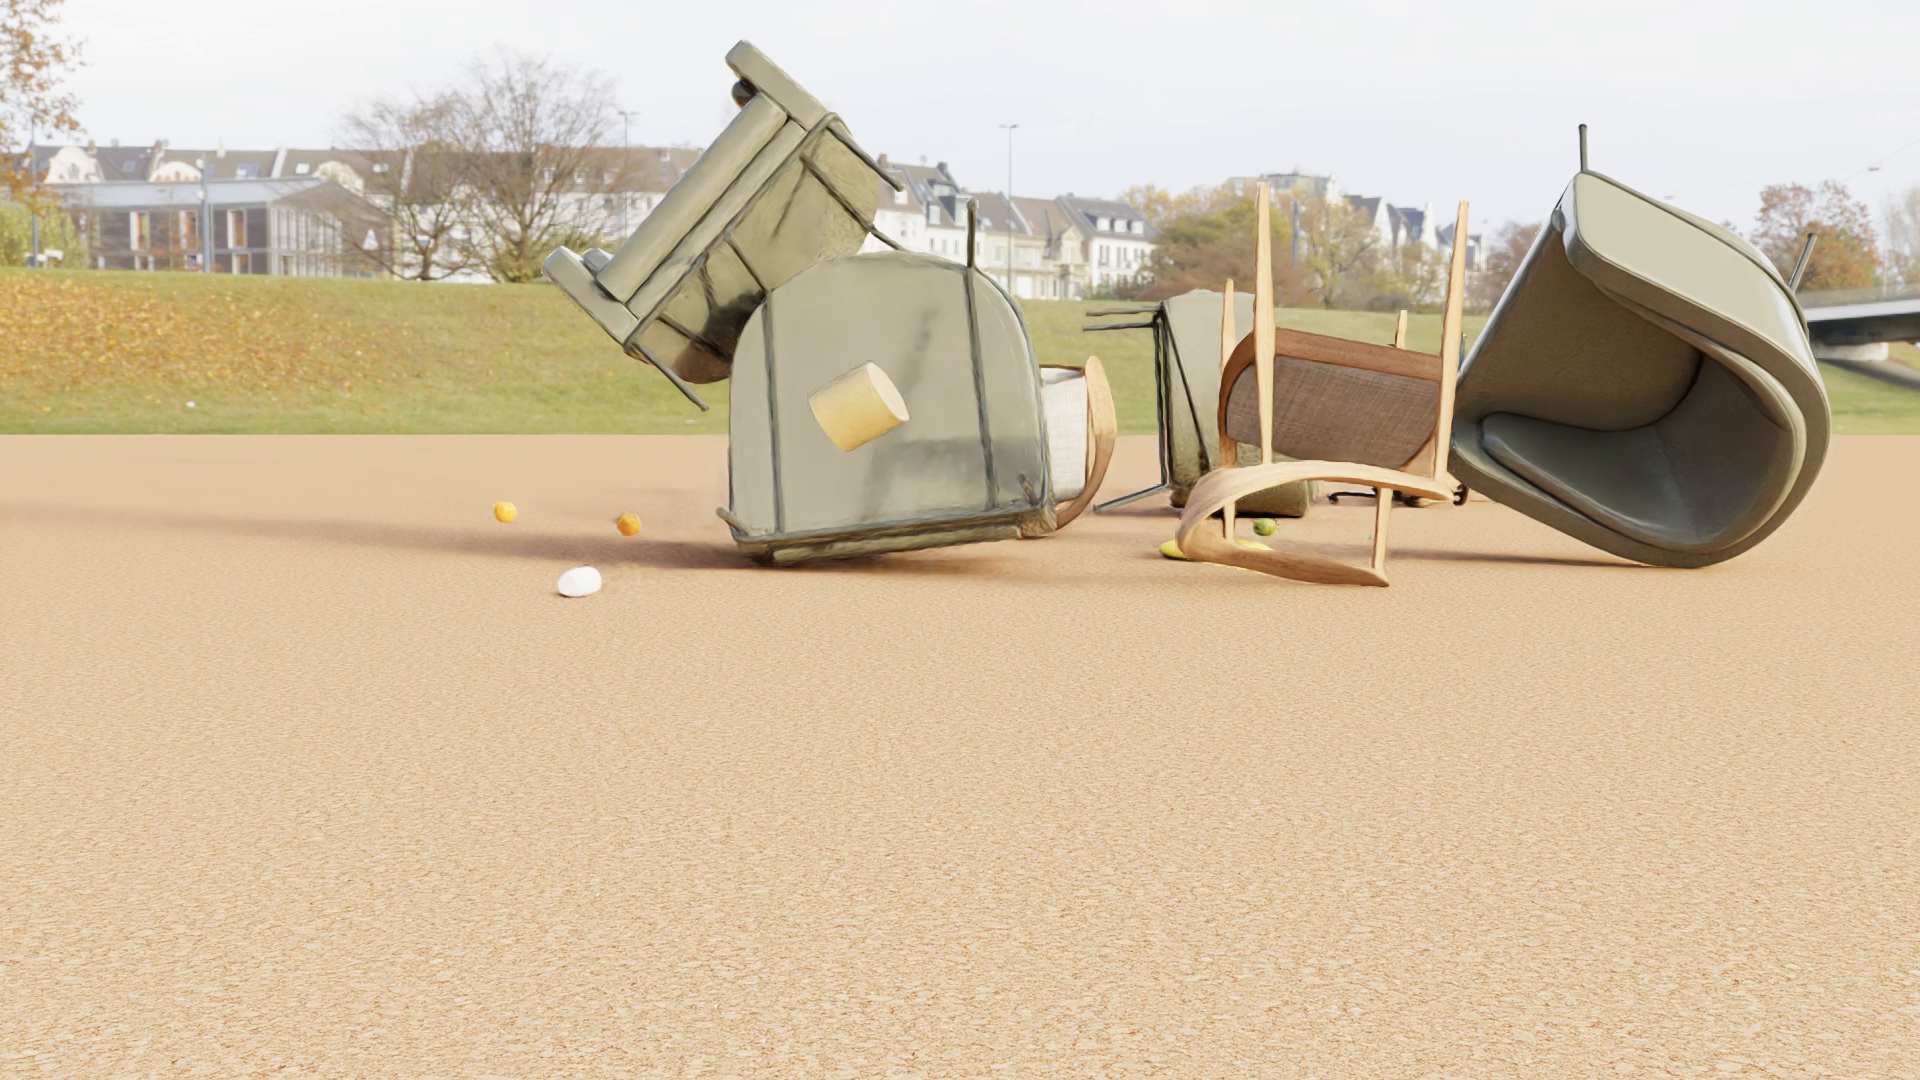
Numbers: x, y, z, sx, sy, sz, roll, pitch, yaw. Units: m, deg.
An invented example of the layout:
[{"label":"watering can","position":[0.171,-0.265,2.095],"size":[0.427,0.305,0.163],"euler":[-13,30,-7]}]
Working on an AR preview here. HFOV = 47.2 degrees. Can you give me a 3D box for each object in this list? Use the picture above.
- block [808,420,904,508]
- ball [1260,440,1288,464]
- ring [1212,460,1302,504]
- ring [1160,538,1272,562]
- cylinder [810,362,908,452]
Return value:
[{"label":"block","position":[-0.374,-0.302,7.901],"size":[0.150,0.278,0.245],"euler":[-38,40,-18]},{"label":"ball","position":[1.231,-0.338,8.607],"size":[0.106,0.106,0.106],"euler":[0,4,0]},{"label":"ring","position":[1.155,-0.226,8.576],"size":[0.348,0.135,0.345],"euler":[3,-6,-4]},{"label":"ring","position":[0.678,0.027,5.836],"size":[0.277,0.044,0.358],"euler":[-1,4,-23]},{"label":"cylinder","position":[-0.220,-0.289,4.807],"size":[0.148,0.128,0.180],"euler":[-27,-34,15]}]
